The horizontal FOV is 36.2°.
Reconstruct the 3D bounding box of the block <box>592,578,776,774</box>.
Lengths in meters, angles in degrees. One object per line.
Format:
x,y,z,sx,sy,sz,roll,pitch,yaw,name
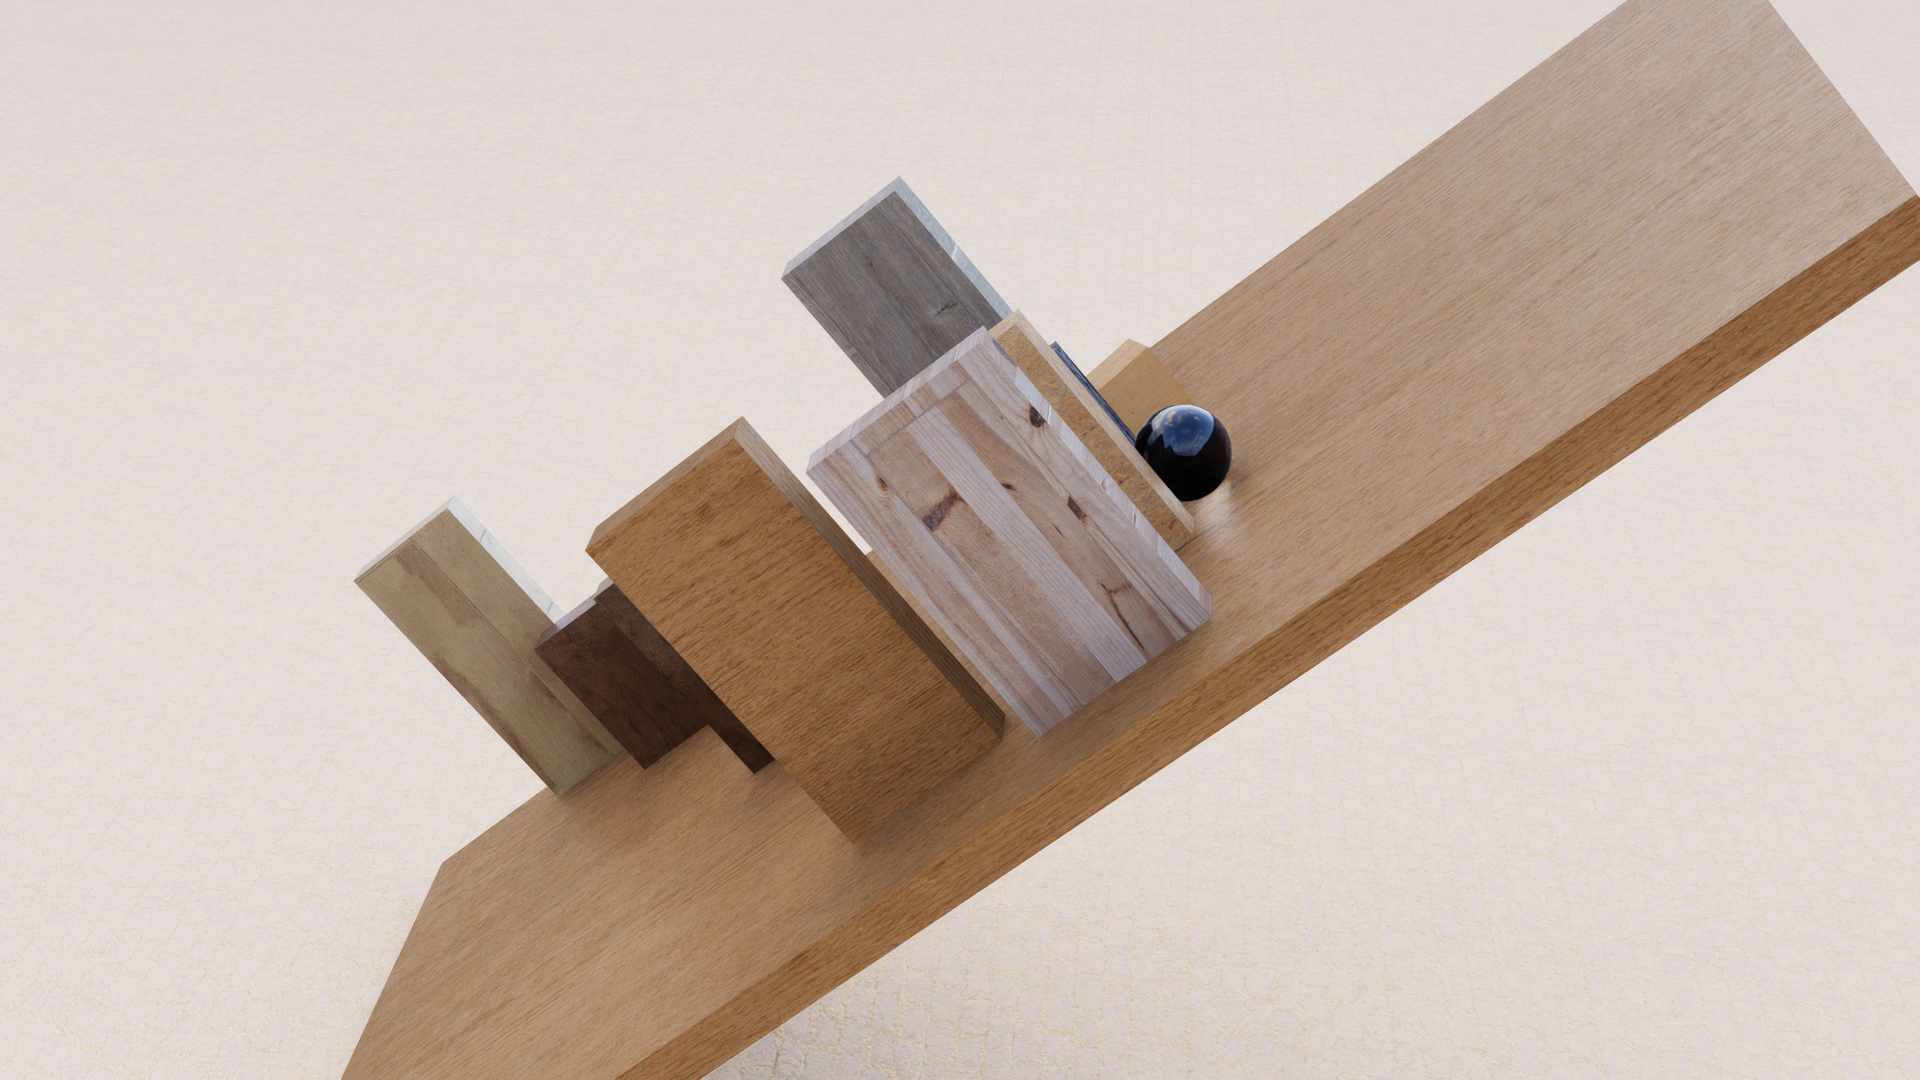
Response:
-0.521,0.231,6.522,0.283,0.544,0.086,-36,16,18,block

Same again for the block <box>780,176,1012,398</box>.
-0.012,-0.397,6.560,0.327,0.796,0.114,-36,16,18,block

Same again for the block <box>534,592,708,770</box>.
-0.767,0.300,7.164,0.344,0.409,0.100,-36,16,18,block

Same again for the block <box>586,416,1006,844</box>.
-0.312,0.182,5.693,0.378,0.797,0.115,-36,16,18,block

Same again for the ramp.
0.121,0.185,6.339,4.000,0.100,2.000,-36,16,18,ramp

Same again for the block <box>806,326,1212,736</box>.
0.095,-0.008,5.466,0.414,0.683,0.094,-36,16,18,block

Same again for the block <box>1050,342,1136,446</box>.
0.204,-0.154,6.113,0.306,0.409,0.115,-36,16,18,block

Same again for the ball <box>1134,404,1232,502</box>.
0.454,-0.177,5.981,0.200,0.200,0.200,0,24,0,ball

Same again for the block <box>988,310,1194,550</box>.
0.156,-0.134,5.878,0.349,0.568,0.093,-36,16,18,block

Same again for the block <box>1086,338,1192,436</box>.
0.389,-0.327,6.602,0.165,0.165,0.165,-42,16,-2,block

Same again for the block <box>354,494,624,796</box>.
-1.149,0.275,7.463,0.328,0.768,0.084,-36,16,18,block
